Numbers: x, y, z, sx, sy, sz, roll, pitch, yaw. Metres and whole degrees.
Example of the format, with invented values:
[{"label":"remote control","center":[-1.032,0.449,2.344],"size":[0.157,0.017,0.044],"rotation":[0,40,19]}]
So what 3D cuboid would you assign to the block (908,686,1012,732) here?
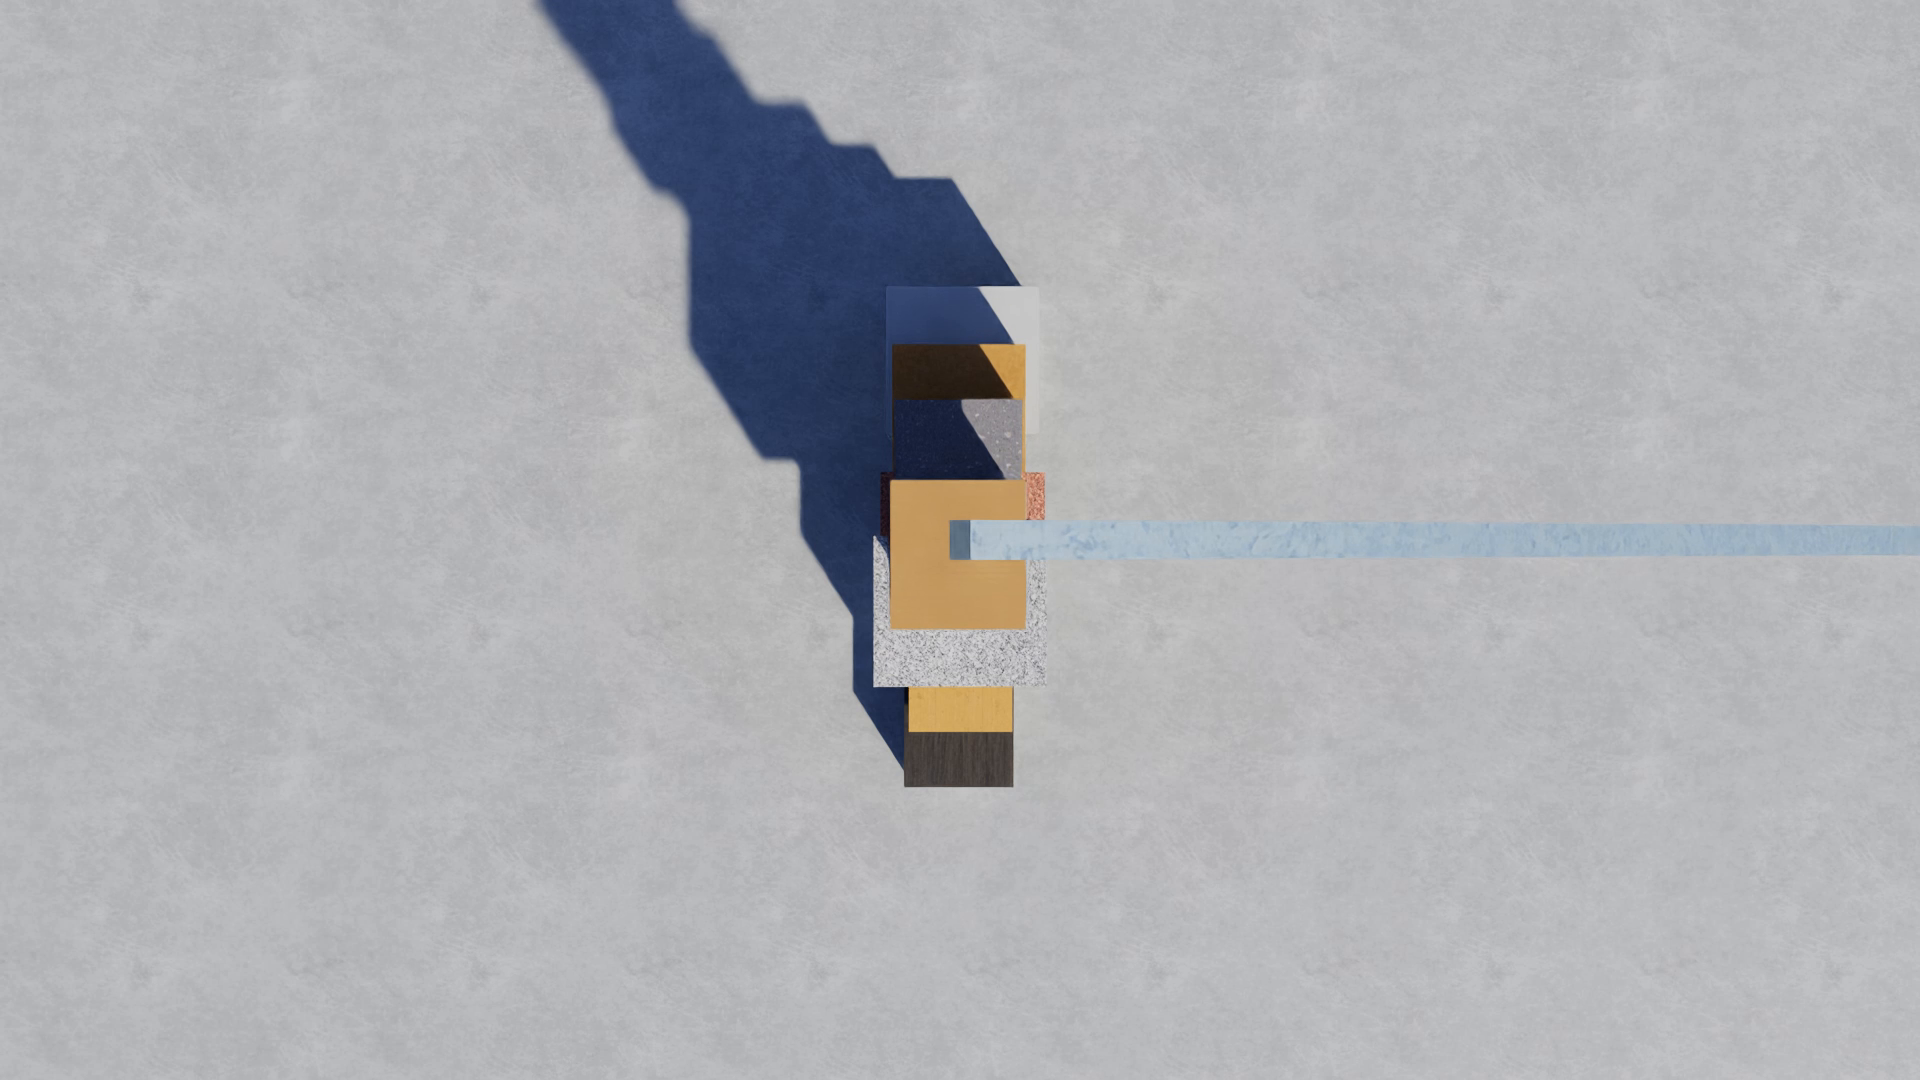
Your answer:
[{"label":"block","center":[0.004,0.724,11.996],"size":[0.552,0.558,0.596],"rotation":[0,90,0]}]

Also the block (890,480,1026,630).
[{"label":"block","center":[-0.008,0.053,8.915],"size":[0.531,0.526,0.586],"rotation":[0,91,0]}]

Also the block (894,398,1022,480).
[{"label":"block","center":[-0.009,-0.359,11.050],"size":[0.623,0.692,0.668],"rotation":[0,91,0]}]

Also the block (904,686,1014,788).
[{"label":"block","center":[-0.006,1.090,12.696],"size":[0.617,0.607,0.606],"rotation":[0,90,0]}]

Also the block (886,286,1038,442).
[{"label":"block","center":[0.014,-0.988,12.544],"size":[0.838,0.912,0.811],"rotation":[0,90,0]}]

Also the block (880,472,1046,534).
[{"label":"block","center":[0.015,0.030,11.927],"size":[0.866,0.694,0.773],"rotation":[0,90,0]}]

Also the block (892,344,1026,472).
[{"label":"block","center":[-0.005,-0.690,11.739],"size":[0.691,0.695,0.655],"rotation":[0,91,0]}]

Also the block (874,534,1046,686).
[{"label":"block","center":[0.001,0.344,11.161],"size":[0.845,0.838,0.737],"rotation":[0,91,0]}]

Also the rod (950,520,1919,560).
[{"label":"rod","center":[2.212,0.000,5.751],"size":[5.200,0.080,0.080],"rotation":[0,90,-32]}]
